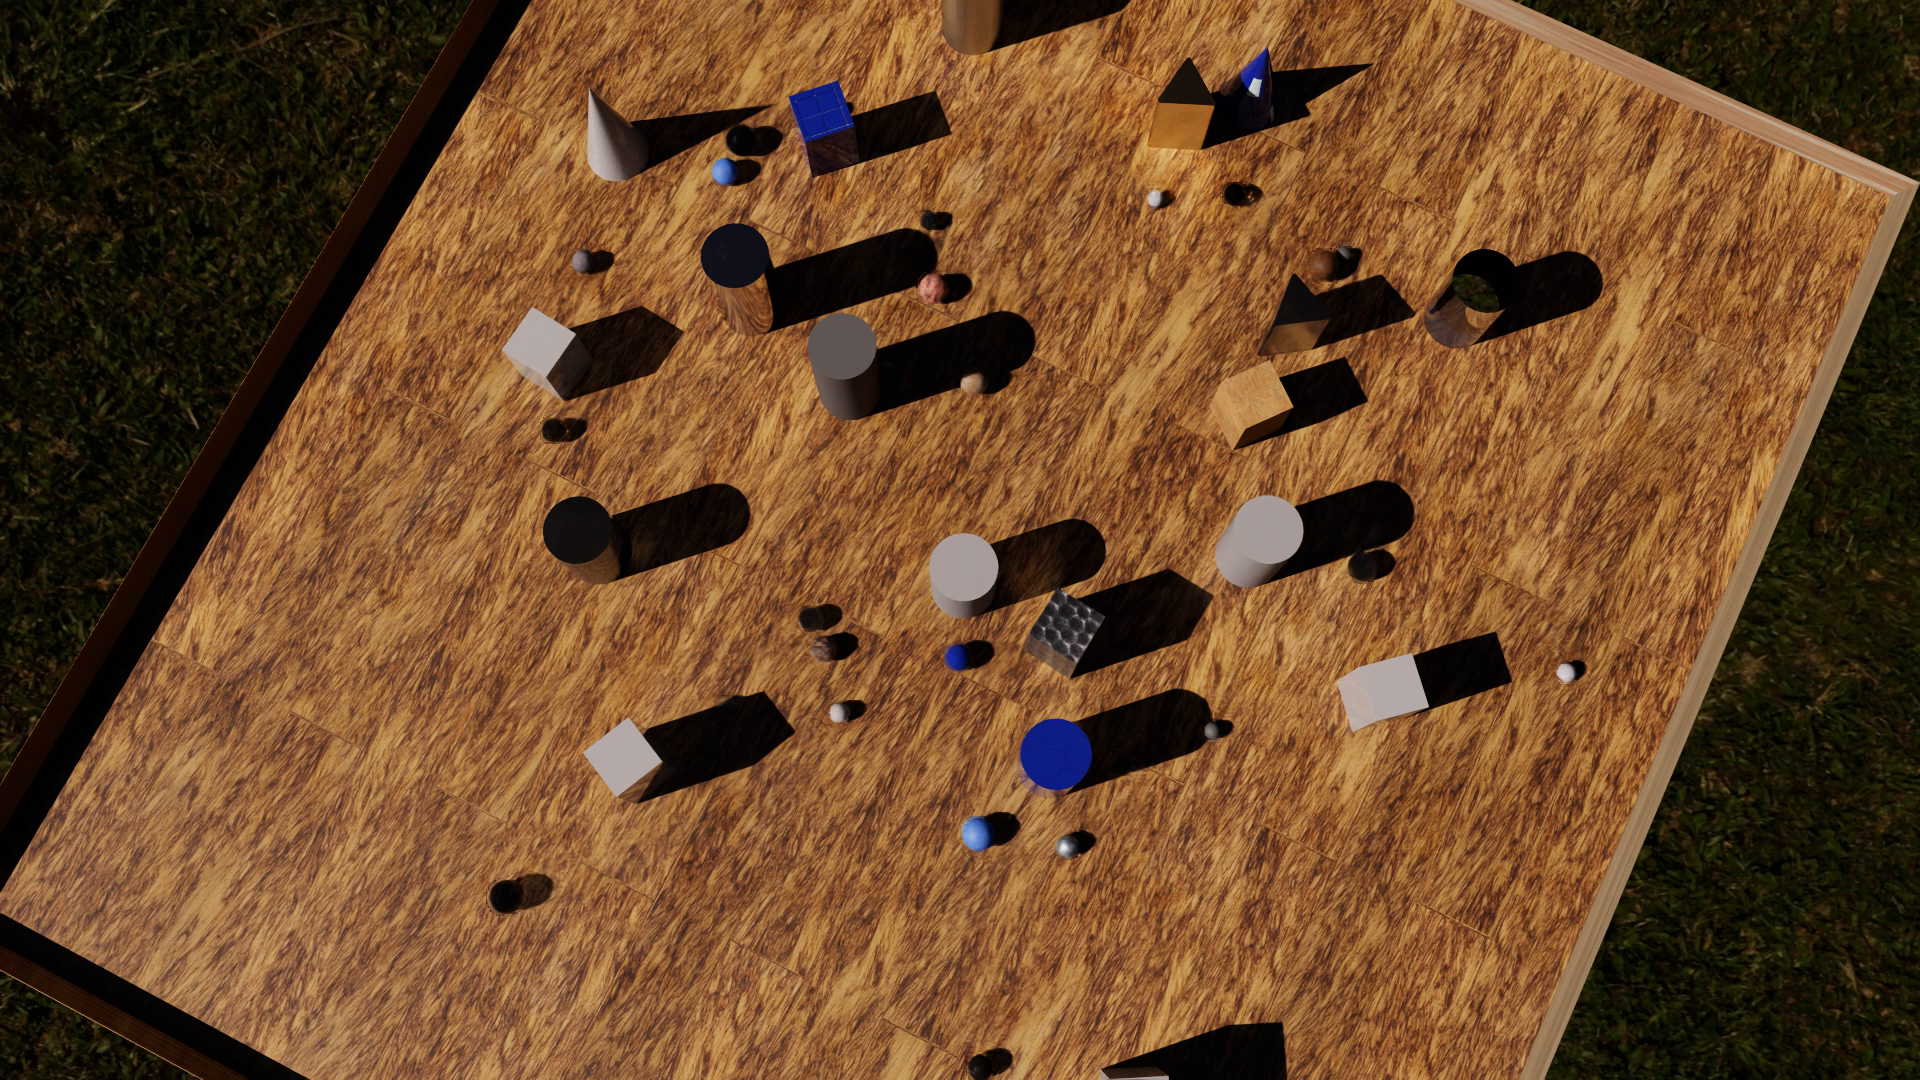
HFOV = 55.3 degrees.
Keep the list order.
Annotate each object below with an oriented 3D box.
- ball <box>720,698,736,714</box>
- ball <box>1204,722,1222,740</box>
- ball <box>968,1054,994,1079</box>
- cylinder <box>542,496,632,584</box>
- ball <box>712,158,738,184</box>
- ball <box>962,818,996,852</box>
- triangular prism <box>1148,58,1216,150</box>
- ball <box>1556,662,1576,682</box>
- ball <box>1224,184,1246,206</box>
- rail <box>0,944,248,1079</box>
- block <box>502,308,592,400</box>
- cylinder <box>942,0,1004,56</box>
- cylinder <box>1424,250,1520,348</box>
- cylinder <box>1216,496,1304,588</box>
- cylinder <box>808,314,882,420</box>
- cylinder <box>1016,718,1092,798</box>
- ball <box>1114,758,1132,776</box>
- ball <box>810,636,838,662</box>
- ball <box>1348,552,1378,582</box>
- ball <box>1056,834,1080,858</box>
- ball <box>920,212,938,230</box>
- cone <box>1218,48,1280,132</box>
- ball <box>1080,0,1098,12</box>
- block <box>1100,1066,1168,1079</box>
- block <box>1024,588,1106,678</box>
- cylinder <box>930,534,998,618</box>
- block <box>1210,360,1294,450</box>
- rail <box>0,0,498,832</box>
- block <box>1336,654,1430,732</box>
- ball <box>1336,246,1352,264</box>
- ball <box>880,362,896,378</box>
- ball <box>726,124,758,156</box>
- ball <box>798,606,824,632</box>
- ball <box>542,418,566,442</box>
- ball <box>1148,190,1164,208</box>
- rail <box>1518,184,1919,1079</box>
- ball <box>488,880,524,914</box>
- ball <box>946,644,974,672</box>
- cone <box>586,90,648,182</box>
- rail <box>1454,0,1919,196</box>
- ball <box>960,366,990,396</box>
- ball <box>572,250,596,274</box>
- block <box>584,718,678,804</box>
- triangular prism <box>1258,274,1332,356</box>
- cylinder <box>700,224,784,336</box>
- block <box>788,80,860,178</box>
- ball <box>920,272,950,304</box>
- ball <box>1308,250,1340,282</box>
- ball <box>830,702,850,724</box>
[{"bbox_3d":[-0.696,0.496,5.488,0.051,0.051,0.051,0,78,0],"label":"ball"},{"bbox_3d":[0.755,0.570,5.472,0.053,0.053,0.053,0,78,0],"label":"ball"},{"bbox_3d":[0.060,1.515,5.265,0.074,0.074,0.074,0,78,0],"label":"ball"},{"bbox_3d":[-1.103,0.005,5.446,0.200,0.332,0.200,0,78,0],"label":"cylinder"},{"bbox_3d":[-0.744,-1.170,5.816,0.084,0.084,0.084,0,78,0],"label":"ball"},{"bbox_3d":[0.055,0.865,5.388,0.097,0.097,0.097,0,78,0],"label":"ball"},{"bbox_3d":[0.692,-1.365,5.732,0.173,0.328,0.150,4,78,1],"label":"triangular prism"},{"bbox_3d":[1.823,0.398,5.505,0.058,0.058,0.058,0,78,0],"label":"ball"},{"bbox_3d":[0.871,-1.093,5.806,0.073,0.073,0.073,0,78,0],"label":"ball"},{"bbox_3d":[-1.042,2.047,5.125,4.346,0.130,0.045,26,80,5],"label":"rail"},{"bbox_3d":[-1.258,-0.565,5.600,0.160,0.261,0.160,31,80,6],"label":"block"},{"bbox_3d":[0.041,-1.709,5.768,0.200,0.397,0.200,0,78,0],"label":"cylinder"},{"bbox_3d":[1.557,-0.732,5.592,0.200,0.344,0.200,0,78,0],"label":"cylinder"},{"bbox_3d":[0.880,0.009,5.418,0.200,0.385,0.200,0,78,0],"label":"cylinder"},{"bbox_3d":[-0.340,-0.514,5.498,0.200,0.441,0.200,0,78,0],"label":"cylinder"},{"bbox_3d":[0.269,0.635,5.301,0.200,0.361,0.200,0,78,0],"label":"cylinder"},{"bbox_3d":[0.484,0.673,5.451,0.053,0.053,0.053,0,78,0],"label":"ball"},{"bbox_3d":[-0.410,0.329,5.507,0.081,0.081,0.081,0,78,0],"label":"ball"},{"bbox_3d":[1.220,0.083,5.554,0.089,0.089,0.089,0,78,0],"label":"ball"},{"bbox_3d":[0.318,0.902,5.396,0.067,0.067,0.067,0,78,0],"label":"ball"},{"bbox_3d":[-0.096,-1.010,5.796,0.059,0.059,0.059,0,78,0],"label":"ball"},{"bbox_3d":[0.929,-1.449,5.719,0.200,0.386,0.200,0,78,0],"label":"cone"},{"bbox_3d":[0.418,-1.744,5.950,0.055,0.055,0.055,0,78,0],"label":"ball"},{"bbox_3d":[0.489,1.569,5.116,0.160,0.345,0.160,-3,78,-1],"label":"block"},{"bbox_3d":[0.305,0.278,5.389,0.160,0.333,0.160,31,80,6],"label":"block"},{"bbox_3d":[0.011,0.110,5.435,0.200,0.311,0.200,0,78,0],"label":"cylinder"},{"bbox_3d":[0.883,-0.406,5.567,0.160,0.262,0.160,-24,79,-5],"label":"block"},{"bbox_3d":[-1.922,-0.934,5.743,0.045,0.130,4.706,26,80,5],"label":"rail"},{"bbox_3d":[1.234,0.450,5.365,0.160,0.310,0.160,-14,79,-3],"label":"block"},{"bbox_3d":[1.208,-0.898,5.775,0.053,0.053,0.053,0,78,0],"label":"ball"},{"bbox_3d":[-0.227,-0.530,5.700,0.051,0.051,0.051,0,78,0],"label":"ball"},{"bbox_3d":[-0.695,-1.272,5.829,0.099,0.099,0.099,0,78,0],"label":"ball"},{"bbox_3d":[-0.451,0.240,5.529,0.075,0.075,0.075,0,78,0],"label":"ball"},{"bbox_3d":[-1.252,-0.337,5.648,0.076,0.076,0.076,0,78,0],"label":"ball"},{"bbox_3d":[0.621,-1.083,5.813,0.055,0.055,0.055,0,78,0],"label":"ball"},{"bbox_3d":[1.922,0.948,5.353,0.045,0.130,4.706,26,80,5],"label":"rail"},{"bbox_3d":[-1.324,1.042,5.350,0.100,0.100,0.100,0,78,0],"label":"ball"},{"bbox_3d":[-0.001,0.353,5.501,0.083,0.083,0.083,0,78,0],"label":"ball"},{"bbox_3d":[-1.097,-1.290,5.646,0.200,0.466,0.200,0,78,0],"label":"cone"},{"bbox_3d":[1.042,-2.033,5.970,4.346,0.130,0.045,26,80,5],"label":"rail"},{"bbox_3d":[0.044,-0.493,5.672,0.093,0.093,0.093,0,78,0],"label":"ball"},{"bbox_3d":[-1.184,-0.875,5.761,0.072,0.072,0.072,0,78,0],"label":"ball"},{"bbox_3d":[-0.951,0.644,5.320,0.160,0.320,0.160,-38,81,-7],"label":"block"},{"bbox_3d":[1.008,-0.692,5.604,0.173,0.305,0.150,-8,78,-2],"label":"triangular prism"},{"bbox_3d":[-0.655,-0.782,5.550,0.200,0.448,0.200,0,78,0],"label":"cylinder"},{"bbox_3d":[-0.423,-1.284,5.743,0.160,0.274,0.160,-19,79,-4],"label":"block"},{"bbox_3d":[-0.080,-0.788,5.731,0.096,0.096,0.096,0,78,0],"label":"ball"},{"bbox_3d":[1.139,-0.860,5.745,0.098,0.098,0.098,0,78,0],"label":"ball"},{"bbox_3d":[-0.360,0.517,5.478,0.062,0.062,0.062,0,78,0],"label":"ball"}]
